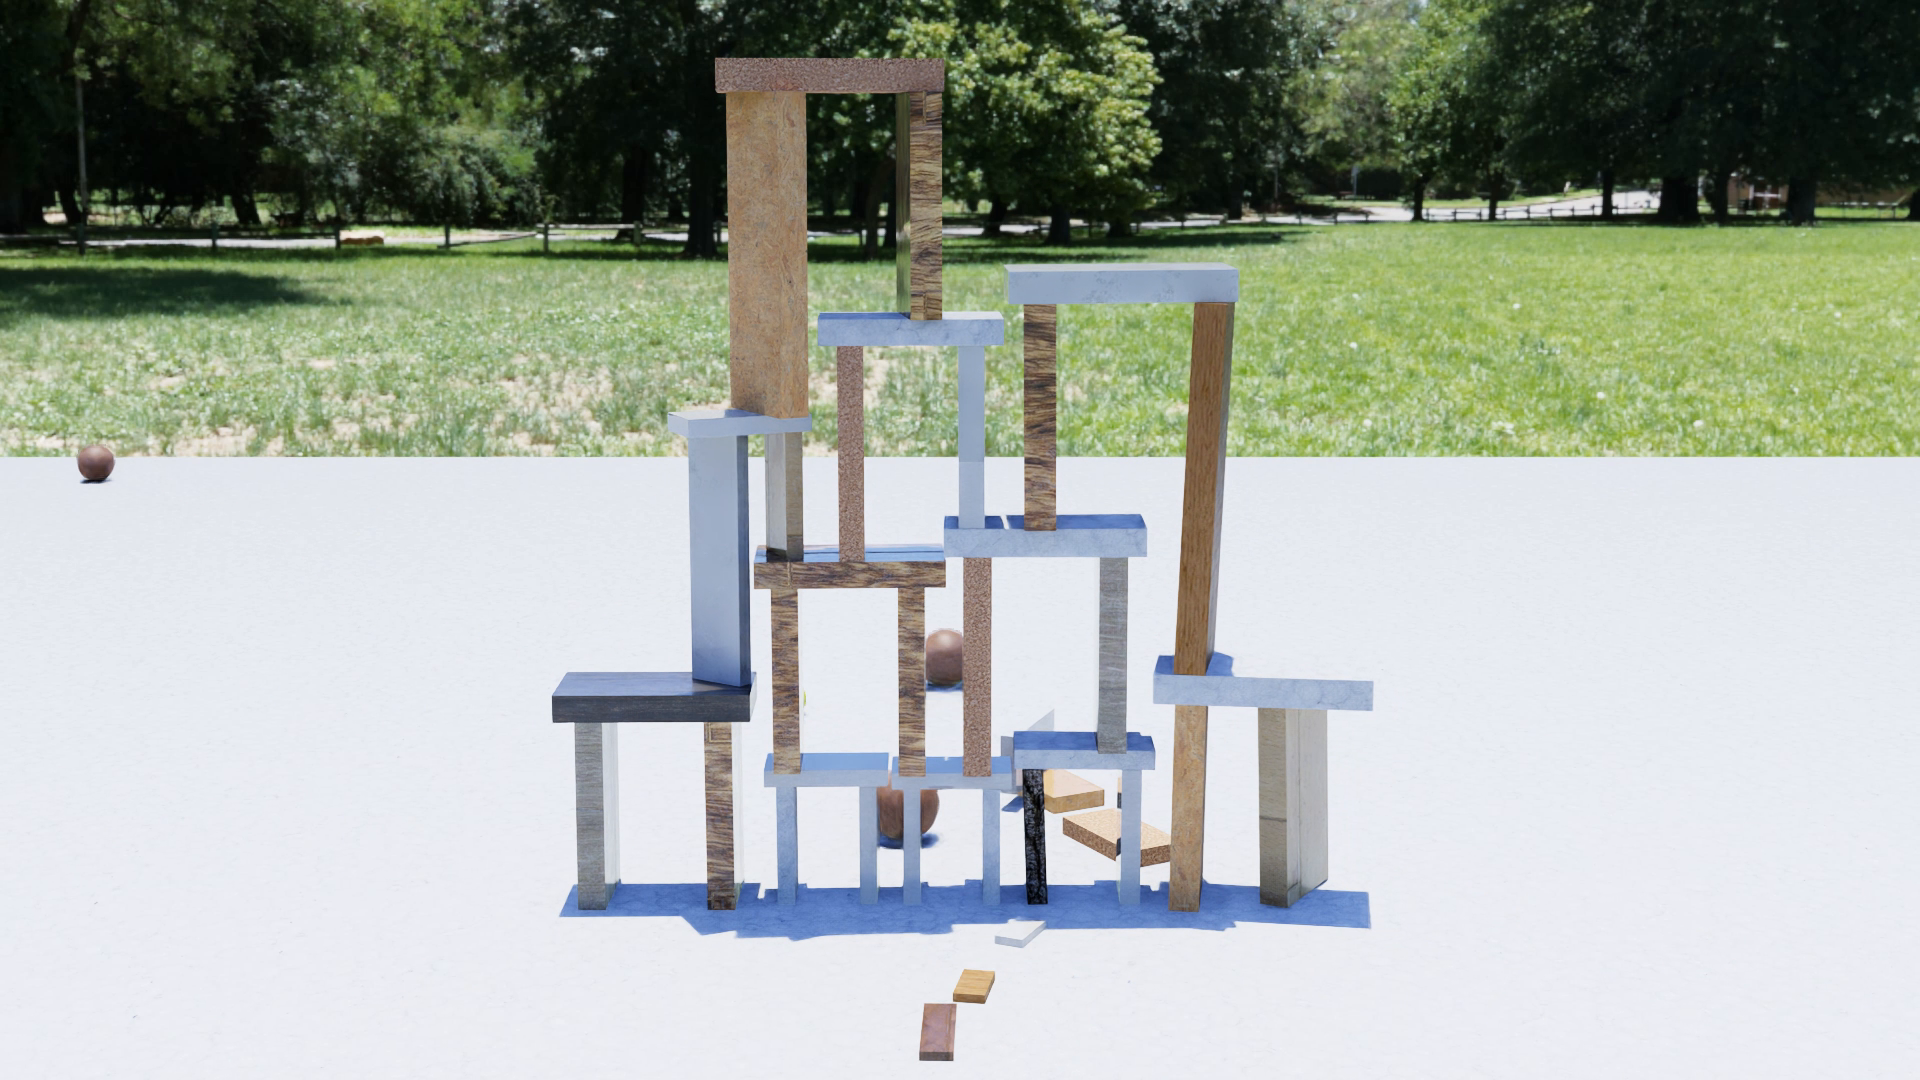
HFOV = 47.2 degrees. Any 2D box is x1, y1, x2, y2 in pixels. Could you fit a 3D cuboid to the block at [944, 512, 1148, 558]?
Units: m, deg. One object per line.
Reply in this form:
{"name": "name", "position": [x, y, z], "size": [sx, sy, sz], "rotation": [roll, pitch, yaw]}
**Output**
{"name": "block", "position": [0.136, -0.010, 3.566], "size": [0.323, 0.046, 0.162], "rotation": [0, 11, 0]}

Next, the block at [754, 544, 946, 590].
{"name": "block", "position": [-0.178, 0.042, 3.565], "size": [0.305, 0.043, 0.153], "rotation": [0, 11, -3]}

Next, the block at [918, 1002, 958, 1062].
{"name": "block", "position": [-0.030, 0.691, 3.091], "size": [0.048, 0.014, 0.170], "rotation": [0, 11, 1]}

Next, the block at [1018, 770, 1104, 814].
{"name": "block", "position": [0.171, 0.472, 4.217], "size": [0.112, 0.032, 0.223], "rotation": [-6, 12, -28]}

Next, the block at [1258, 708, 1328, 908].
{"name": "block", "position": [0.555, 0.415, 3.653], "size": [0.049, 0.347, 0.174], "rotation": [4, 11, 32]}

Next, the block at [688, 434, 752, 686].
{"name": "block", "position": [-0.391, 0.024, 3.580], "size": [0.102, 0.422, 0.029], "rotation": [7, 12, 33]}

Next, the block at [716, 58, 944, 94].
{"name": "block", "position": [-0.204, -0.722, 3.424], "size": [0.347, 0.049, 0.174], "rotation": [-1, 11, -5]}

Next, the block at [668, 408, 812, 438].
{"name": "block", "position": [-0.349, -0.187, 3.480], "size": [0.204, 0.029, 0.102], "rotation": [-5, 12, -25]}

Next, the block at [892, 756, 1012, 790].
{"name": "block", "position": [-0.014, 0.384, 3.628], "size": [0.196, 0.028, 0.098], "rotation": [0, 11, 0]}

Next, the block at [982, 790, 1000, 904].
{"name": "block", "position": [0.052, 0.494, 3.647], "size": [0.028, 0.196, 0.098], "rotation": [0, 11, 0]}

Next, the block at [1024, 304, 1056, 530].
{"name": "block", "position": [0.128, -0.206, 3.522], "size": [0.050, 0.356, 0.178], "rotation": [0, 11, 2]}

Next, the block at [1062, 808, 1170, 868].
{"name": "block", "position": [0.288, 0.529, 3.911], "size": [0.112, 0.032, 0.223], "rotation": [-6, 12, -28]}

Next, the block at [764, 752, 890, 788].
{"name": "block", "position": [-0.219, 0.378, 3.622], "size": [0.203, 0.029, 0.101], "rotation": [0, 11, -1]}

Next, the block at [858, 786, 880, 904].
{"name": "block", "position": [-0.150, 0.491, 3.648], "size": [0.029, 0.202, 0.101], "rotation": [0, 11, 0]}

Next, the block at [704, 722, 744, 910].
{"name": "block", "position": [-0.390, 0.434, 3.640], "size": [0.045, 0.317, 0.158], "rotation": [0, 11, 0]}

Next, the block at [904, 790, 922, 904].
{"name": "block", "position": [-0.079, 0.494, 3.648], "size": [0.028, 0.196, 0.098], "rotation": [0, 11, 0]}

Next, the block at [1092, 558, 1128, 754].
{"name": "block", "position": [0.246, 0.172, 3.599], "size": [0.046, 0.323, 0.162], "rotation": [0, 10, 0]}

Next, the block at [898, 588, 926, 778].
{"name": "block", "position": [-0.078, 0.216, 3.602], "size": [0.043, 0.312, 0.153], "rotation": [0, 11, 0]}

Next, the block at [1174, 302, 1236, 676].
{"name": "block", "position": [0.394, -0.091, 3.536], "size": [0.050, 0.591, 0.178], "rotation": [4, 11, 11]}

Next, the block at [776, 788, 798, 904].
{"name": "block", "position": [-0.286, 0.491, 3.647], "size": [0.029, 0.203, 0.101], "rotation": [0, 11, -1]}

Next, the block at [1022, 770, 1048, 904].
{"name": "block", "position": [0.124, 0.476, 3.651], "size": [0.033, 0.230, 0.115], "rotation": [-2, 11, 0]}

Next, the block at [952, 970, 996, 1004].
{"name": "block", "position": [0.021, 0.660, 3.254], "size": [0.048, 0.014, 0.095], "rotation": [2, 11, 10]}

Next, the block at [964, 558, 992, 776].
{"name": "block", "position": [0.028, 0.191, 3.604], "size": [0.046, 0.361, 0.162], "rotation": [0, 11, 0]}

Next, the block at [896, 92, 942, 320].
{"name": "block", "position": [-0.065, -0.527, 3.458], "size": [0.049, 0.347, 0.174], "rotation": [-2, 11, -9]}

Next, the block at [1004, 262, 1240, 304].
{"name": "block", "position": [0.251, -0.408, 3.488], "size": [0.356, 0.050, 0.178], "rotation": [-1, 11, -1]}

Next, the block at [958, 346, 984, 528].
{"name": "block", "position": [0.019, -0.174, 3.533], "size": [0.041, 0.291, 0.145], "rotation": [0, 11, 1]}

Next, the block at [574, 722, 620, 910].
{"name": "block", "position": [-0.599, 0.434, 3.640], "size": [0.045, 0.317, 0.158], "rotation": [1, 11, 0]}

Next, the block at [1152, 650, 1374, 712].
{"name": "block", "position": [0.494, 0.227, 3.579], "size": [0.347, 0.049, 0.174], "rotation": [1, 11, 9]}

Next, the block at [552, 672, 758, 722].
{"name": "block", "position": [-0.497, 0.257, 3.604], "size": [0.317, 0.045, 0.158], "rotation": [0, 11, -1]}

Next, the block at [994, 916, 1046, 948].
{"name": "block", "position": [0.095, 0.619, 3.475], "size": [0.048, 0.014, 0.095], "rotation": [5, 12, 24]}

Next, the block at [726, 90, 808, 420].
{"name": "block", "position": [-0.302, -0.447, 3.441], "size": [0.049, 0.497, 0.174], "rotation": [-6, 12, -31]}

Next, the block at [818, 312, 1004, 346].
{"name": "block", "position": [-0.079, -0.336, 3.498], "size": [0.291, 0.041, 0.145], "rotation": [0, 11, -2]}

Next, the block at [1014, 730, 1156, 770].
{"name": "block", "position": [0.203, 0.347, 3.629], "size": [0.230, 0.033, 0.115], "rotation": [0, 11, 0]}

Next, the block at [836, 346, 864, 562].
{"name": "block", "position": [-0.175, -0.147, 3.529], "size": [0.041, 0.342, 0.145], "rotation": [-1, 11, -3]}

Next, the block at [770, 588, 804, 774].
{"name": "block", "position": [-0.281, 0.214, 3.593], "size": [0.043, 0.305, 0.153], "rotation": [0, 11, -2]}

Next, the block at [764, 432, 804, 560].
{"name": "block", "position": [-0.283, -0.079, 3.539], "size": [0.029, 0.204, 0.102], "rotation": [-4, 11, -23]}

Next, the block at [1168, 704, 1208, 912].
{"name": "block", "position": [0.379, 0.419, 3.637], "size": [0.049, 0.347, 0.174], "rotation": [2, 11, 8]}

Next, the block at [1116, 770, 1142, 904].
{"name": "block", "position": [0.280, 0.477, 3.651], "size": [0.033, 0.230, 0.115], "rotation": [0, 11, 0]}

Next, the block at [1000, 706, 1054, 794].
{"name": "block", "position": [0.130, 0.401, 4.206], "size": [0.032, 0.112, 0.223], "rotation": [4, 11, 21]}
